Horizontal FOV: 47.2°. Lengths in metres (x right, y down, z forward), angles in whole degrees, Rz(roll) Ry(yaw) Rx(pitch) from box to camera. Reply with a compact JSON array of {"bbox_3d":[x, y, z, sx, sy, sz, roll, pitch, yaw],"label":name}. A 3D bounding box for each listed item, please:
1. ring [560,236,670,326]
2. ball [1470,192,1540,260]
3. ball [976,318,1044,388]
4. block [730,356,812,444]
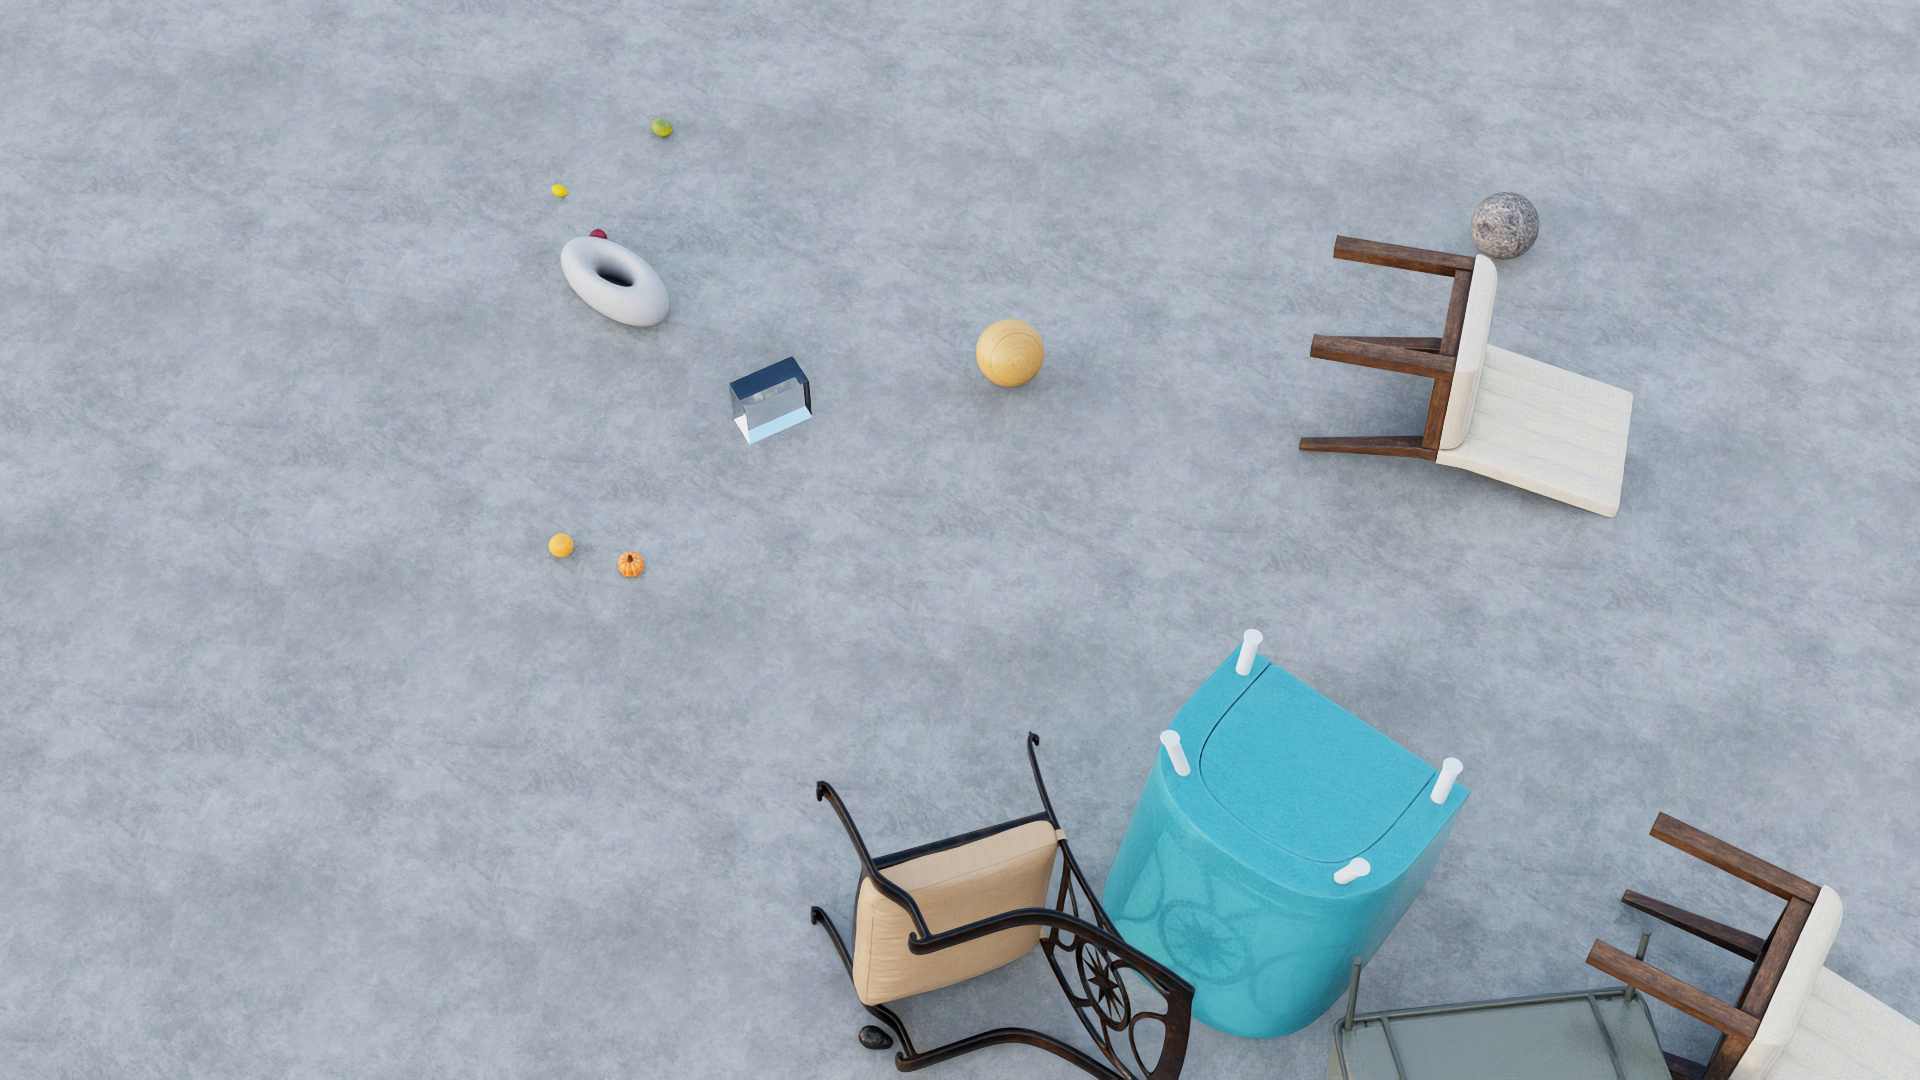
[{"bbox_3d":[-1.105,-0.829,7.044,0.432,0.147,0.215,34,60,20],"label":"ring"},{"bbox_3d":[1.766,-1.018,7.126,0.218,0.218,0.218,0,56,0],"label":"ball"},{"bbox_3d":[0.156,-0.582,6.836,0.214,0.214,0.214,0,56,0],"label":"ball"},{"bbox_3d":[-0.580,-0.429,6.752,0.217,0.182,0.111,-25,60,-16],"label":"block"}]
